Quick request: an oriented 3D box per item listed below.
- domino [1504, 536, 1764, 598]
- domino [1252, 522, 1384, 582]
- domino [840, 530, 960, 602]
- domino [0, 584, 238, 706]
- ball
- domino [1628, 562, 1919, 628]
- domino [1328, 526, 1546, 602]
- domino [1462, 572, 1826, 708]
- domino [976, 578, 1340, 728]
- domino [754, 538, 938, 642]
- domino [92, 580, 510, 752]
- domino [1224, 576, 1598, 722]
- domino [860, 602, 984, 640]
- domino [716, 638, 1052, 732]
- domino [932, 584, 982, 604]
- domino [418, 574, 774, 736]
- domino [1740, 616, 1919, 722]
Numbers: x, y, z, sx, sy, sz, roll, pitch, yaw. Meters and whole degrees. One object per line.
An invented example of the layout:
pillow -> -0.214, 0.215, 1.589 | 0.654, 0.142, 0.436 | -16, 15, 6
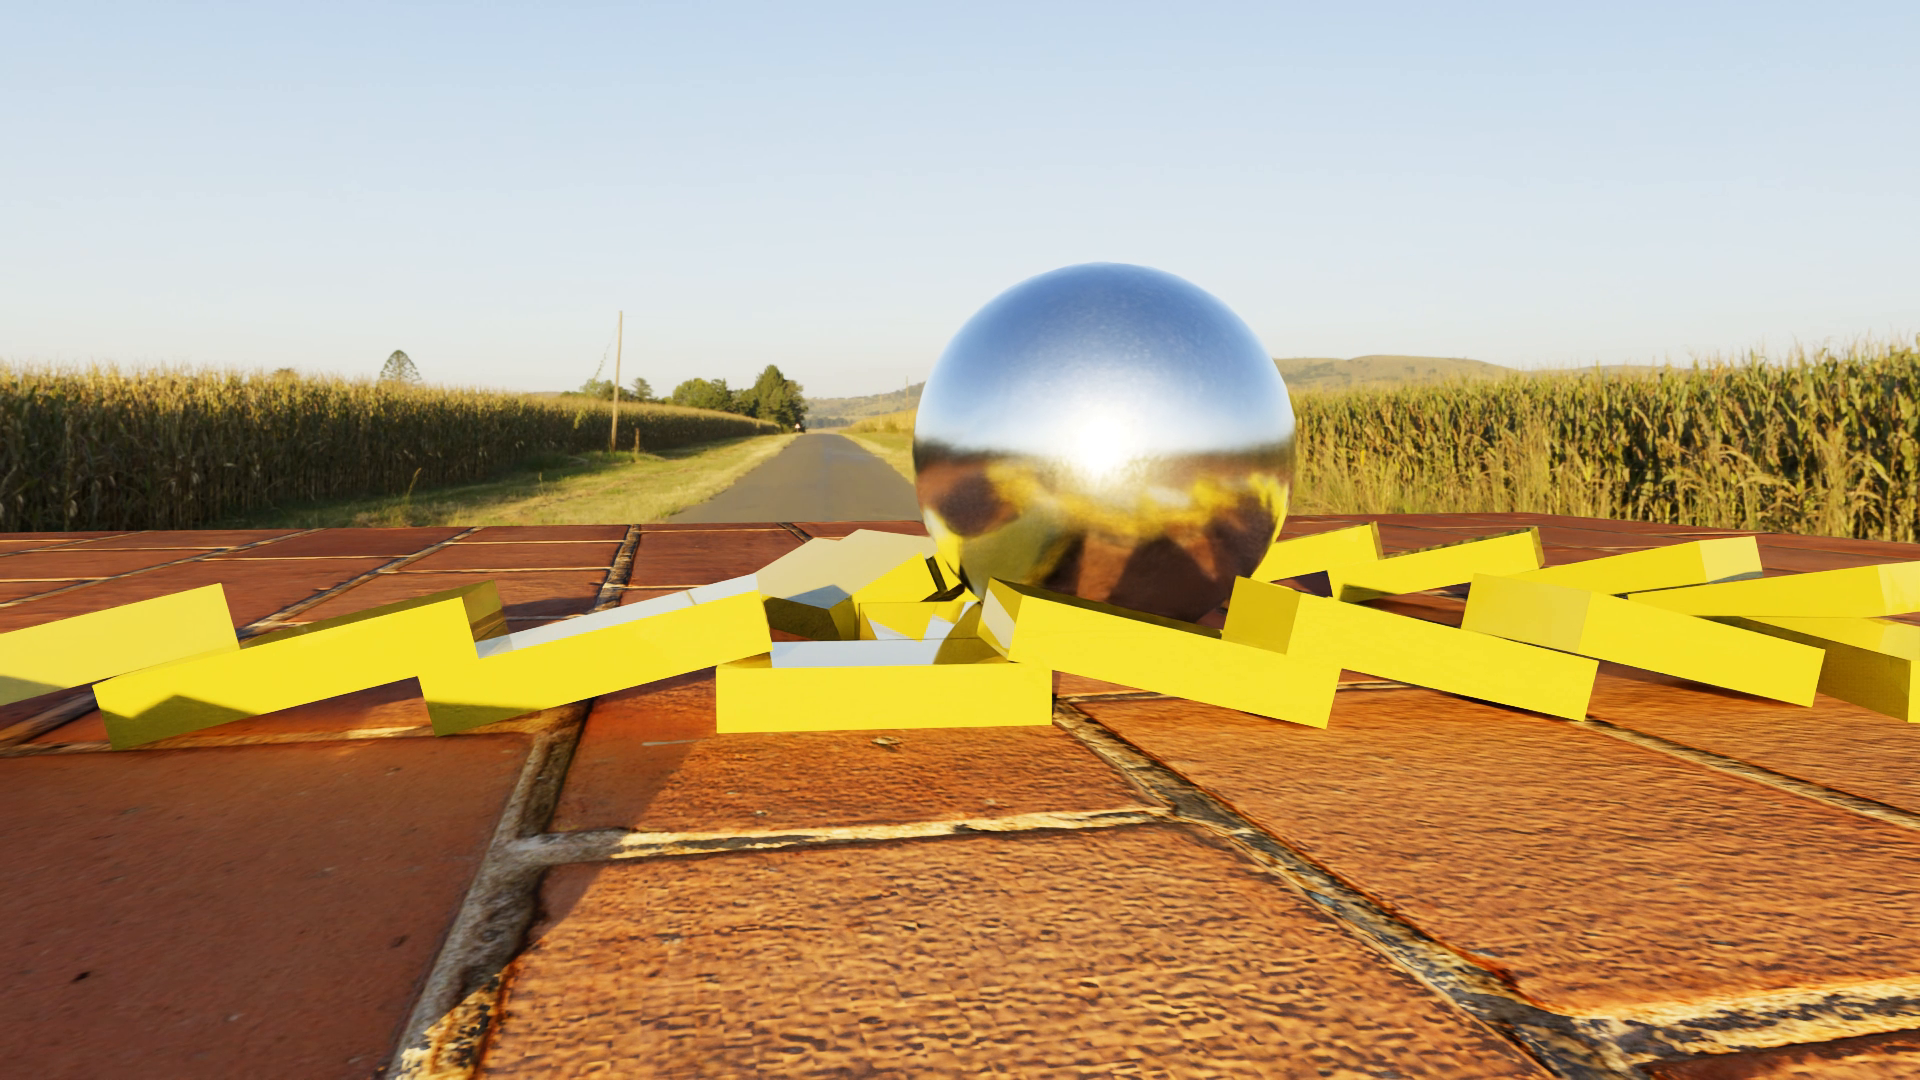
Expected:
domino -> 0.159, 0.009, 0.307 | 0.025, 0.009, 0.050 | -3, -9, -34
domino -> 0.090, 0.005, 0.357 | 0.050, 0.009, 0.025 | -13, -2, 22
domino -> -0.022, 0.009, 0.321 | 0.025, 0.010, 0.050 | -32, 19, -26
domino -> -0.137, 0.018, 0.187 | 0.050, 0.010, 0.025 | -18, 8, -42
ball -> 0.030, -0.018, 0.270 | 0.080, 0.080, 0.080 | 0, 4, 0
domino -> 0.171, 0.013, 0.268 | 0.025, 0.009, 0.050 | -2, -7, -30
domino -> 0.125, 0.007, 0.337 | 0.050, 0.009, 0.025 | -13, -2, 28
domino -> 0.112, 0.016, 0.211 | 0.050, 0.009, 0.025 | 12, 1, -20
domino -> 0.030, 0.017, 0.199 | 0.050, 0.009, 0.025 | 13, 2, -10
domino -> -0.030, 0.011, 0.292 | 0.025, 0.009, 0.050 | -32, 20, -27
domino -> -0.097, 0.018, 0.193 | 0.050, 0.009, 0.025 | -14, 6, -8
domino -> 0.071, 0.017, 0.205 | 0.050, 0.010, 0.025 | 13, 2, -10
domino -> -0.005, 0.020, 0.243 | 0.025, 0.009, 0.050 | -1, 4, -8
domino -> -0.012, 0.023, 0.204 | 0.050, 0.010, 0.025 | 0, 4, -6
domino -> -0.004, 0.011, 0.360 | 0.025, 0.010, 0.050 | 1, 4, 7
domino -> -0.055, 0.017, 0.202 | 0.050, 0.009, 0.025 | -14, 6, -9
domino -> 0.160, 0.021, 0.220 | 0.025, 0.010, 0.050 | 0, 4, 5
